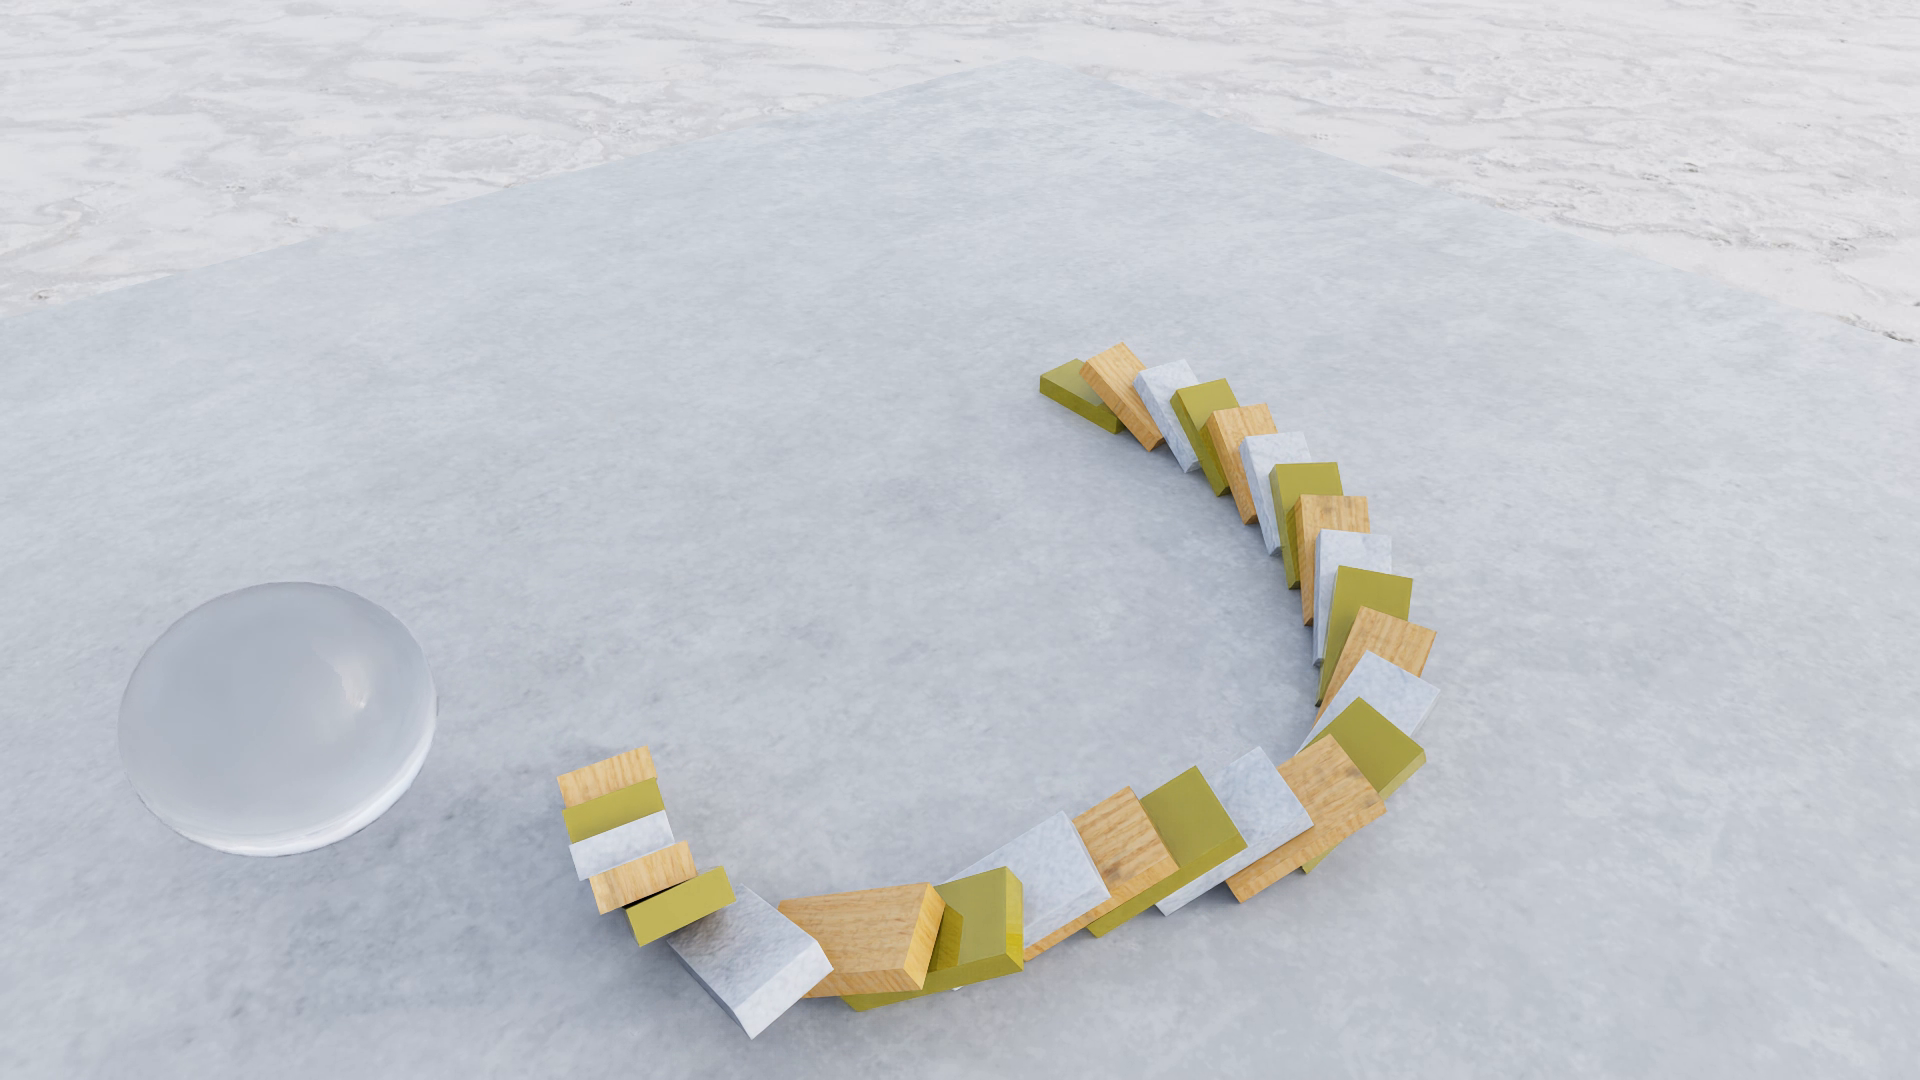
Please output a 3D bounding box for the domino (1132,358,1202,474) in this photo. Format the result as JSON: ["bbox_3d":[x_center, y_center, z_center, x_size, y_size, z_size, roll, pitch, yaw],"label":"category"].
[{"bbox_3d":[0.101,-0.057,0.496,0.025,0.009,0.050,-18,69,-21],"label":"domino"}]

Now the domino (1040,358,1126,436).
[{"bbox_3d":[0.065,-0.070,0.528,0.025,0.010,0.050,-29,47,-31],"label":"domino"}]

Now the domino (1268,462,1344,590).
[{"bbox_3d":[0.139,-0.006,0.433,0.025,0.009,0.050,-2,67,-2],"label":"domino"}]

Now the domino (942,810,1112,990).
[{"bbox_3d":[0.014,0.100,0.305,0.050,0.010,0.025,-32,43,3],"label":"domino"}]

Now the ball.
[{"bbox_3d":[-0.198,0.052,0.324,0.080,0.080,0.080,0,39,0],"label":"ball"}]

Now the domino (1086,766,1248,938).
[{"bbox_3d":[0.054,0.090,0.317,0.050,0.009,0.025,-33,43,4],"label":"domino"}]

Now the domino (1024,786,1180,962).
[{"bbox_3d":[0.034,0.094,0.312,0.050,0.010,0.025,-32,43,3],"label":"domino"}]

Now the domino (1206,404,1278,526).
[{"bbox_3d":[0.125,-0.033,0.466,0.025,0.010,0.050,-10,67,-12],"label":"domino"}]

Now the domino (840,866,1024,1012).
[{"bbox_3d":[-0.008,0.107,0.294,0.050,0.010,0.025,-22,36,20],"label":"domino"}]

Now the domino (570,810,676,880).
[{"bbox_3d":[-0.095,0.086,0.310,0.025,0.050,0.010,-18,80,-20],"label":"domino"}]

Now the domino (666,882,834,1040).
[{"bbox_3d":[-0.056,0.109,0.289,0.025,0.009,0.050,-34,19,-27],"label":"domino"}]

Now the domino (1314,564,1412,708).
[{"bbox_3d":[0.140,0.036,0.382,0.025,0.010,0.050,11,69,13],"label":"domino"}]

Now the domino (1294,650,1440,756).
[{"bbox_3d":[0.127,0.063,0.349,0.025,0.009,0.050,32,78,32],"label":"domino"}]

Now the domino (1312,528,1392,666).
[{"bbox_3d":[0.142,0.022,0.399,0.025,0.009,0.050,6,67,7],"label":"domino"}]

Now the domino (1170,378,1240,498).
[{"bbox_3d":[0.114,-0.045,0.482,0.025,0.010,0.050,-15,69,-17],"label":"domino"}]

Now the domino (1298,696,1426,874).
[{"bbox_3d":[0.114,0.074,0.335,0.050,0.010,0.025,-42,50,-4],"label":"domino"}]

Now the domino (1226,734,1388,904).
[{"bbox_3d":[0.096,0.082,0.325,0.050,0.010,0.025,-33,46,4],"label":"domino"}]

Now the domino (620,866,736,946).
[{"bbox_3d":[-0.077,0.098,0.296,0.025,0.050,0.009,-20,81,-23],"label":"domino"}]

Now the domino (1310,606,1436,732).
[{"bbox_3d":[0.136,0.049,0.365,0.025,0.009,0.050,21,73,23],"label":"domino"}]

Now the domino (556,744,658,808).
[{"bbox_3d":[-0.104,0.072,0.327,0.025,0.050,0.010,-18,80,-20],"label":"domino"}]

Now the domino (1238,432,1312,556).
[{"bbox_3d":[0.133,-0.019,0.450,0.025,0.009,0.050,-6,67,-7],"label":"domino"}]

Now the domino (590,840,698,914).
[{"bbox_3d":[-0.087,0.092,0.302,0.025,0.050,0.009,-18,80,-20],"label":"domino"}]

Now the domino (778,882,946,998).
[{"bbox_3d":[-0.030,0.108,0.294,0.050,0.010,0.025,-16,32,27],"label":"domino"}]

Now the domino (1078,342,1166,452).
[{"bbox_3d":[0.081,-0.067,0.508,0.025,0.009,0.050,-31,74,-31],"label":"domino"}]

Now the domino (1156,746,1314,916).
[{"bbox_3d":[0.074,0.085,0.322,0.050,0.009,0.025,-33,43,4],"label":"domino"}]

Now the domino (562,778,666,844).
[{"bbox_3d":[-0.100,0.079,0.318,0.025,0.050,0.009,-18,80,-20],"label":"domino"}]

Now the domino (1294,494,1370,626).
[{"bbox_3d":[0.142,0.008,0.416,0.025,0.010,0.050,2,67,2],"label":"domino"}]
